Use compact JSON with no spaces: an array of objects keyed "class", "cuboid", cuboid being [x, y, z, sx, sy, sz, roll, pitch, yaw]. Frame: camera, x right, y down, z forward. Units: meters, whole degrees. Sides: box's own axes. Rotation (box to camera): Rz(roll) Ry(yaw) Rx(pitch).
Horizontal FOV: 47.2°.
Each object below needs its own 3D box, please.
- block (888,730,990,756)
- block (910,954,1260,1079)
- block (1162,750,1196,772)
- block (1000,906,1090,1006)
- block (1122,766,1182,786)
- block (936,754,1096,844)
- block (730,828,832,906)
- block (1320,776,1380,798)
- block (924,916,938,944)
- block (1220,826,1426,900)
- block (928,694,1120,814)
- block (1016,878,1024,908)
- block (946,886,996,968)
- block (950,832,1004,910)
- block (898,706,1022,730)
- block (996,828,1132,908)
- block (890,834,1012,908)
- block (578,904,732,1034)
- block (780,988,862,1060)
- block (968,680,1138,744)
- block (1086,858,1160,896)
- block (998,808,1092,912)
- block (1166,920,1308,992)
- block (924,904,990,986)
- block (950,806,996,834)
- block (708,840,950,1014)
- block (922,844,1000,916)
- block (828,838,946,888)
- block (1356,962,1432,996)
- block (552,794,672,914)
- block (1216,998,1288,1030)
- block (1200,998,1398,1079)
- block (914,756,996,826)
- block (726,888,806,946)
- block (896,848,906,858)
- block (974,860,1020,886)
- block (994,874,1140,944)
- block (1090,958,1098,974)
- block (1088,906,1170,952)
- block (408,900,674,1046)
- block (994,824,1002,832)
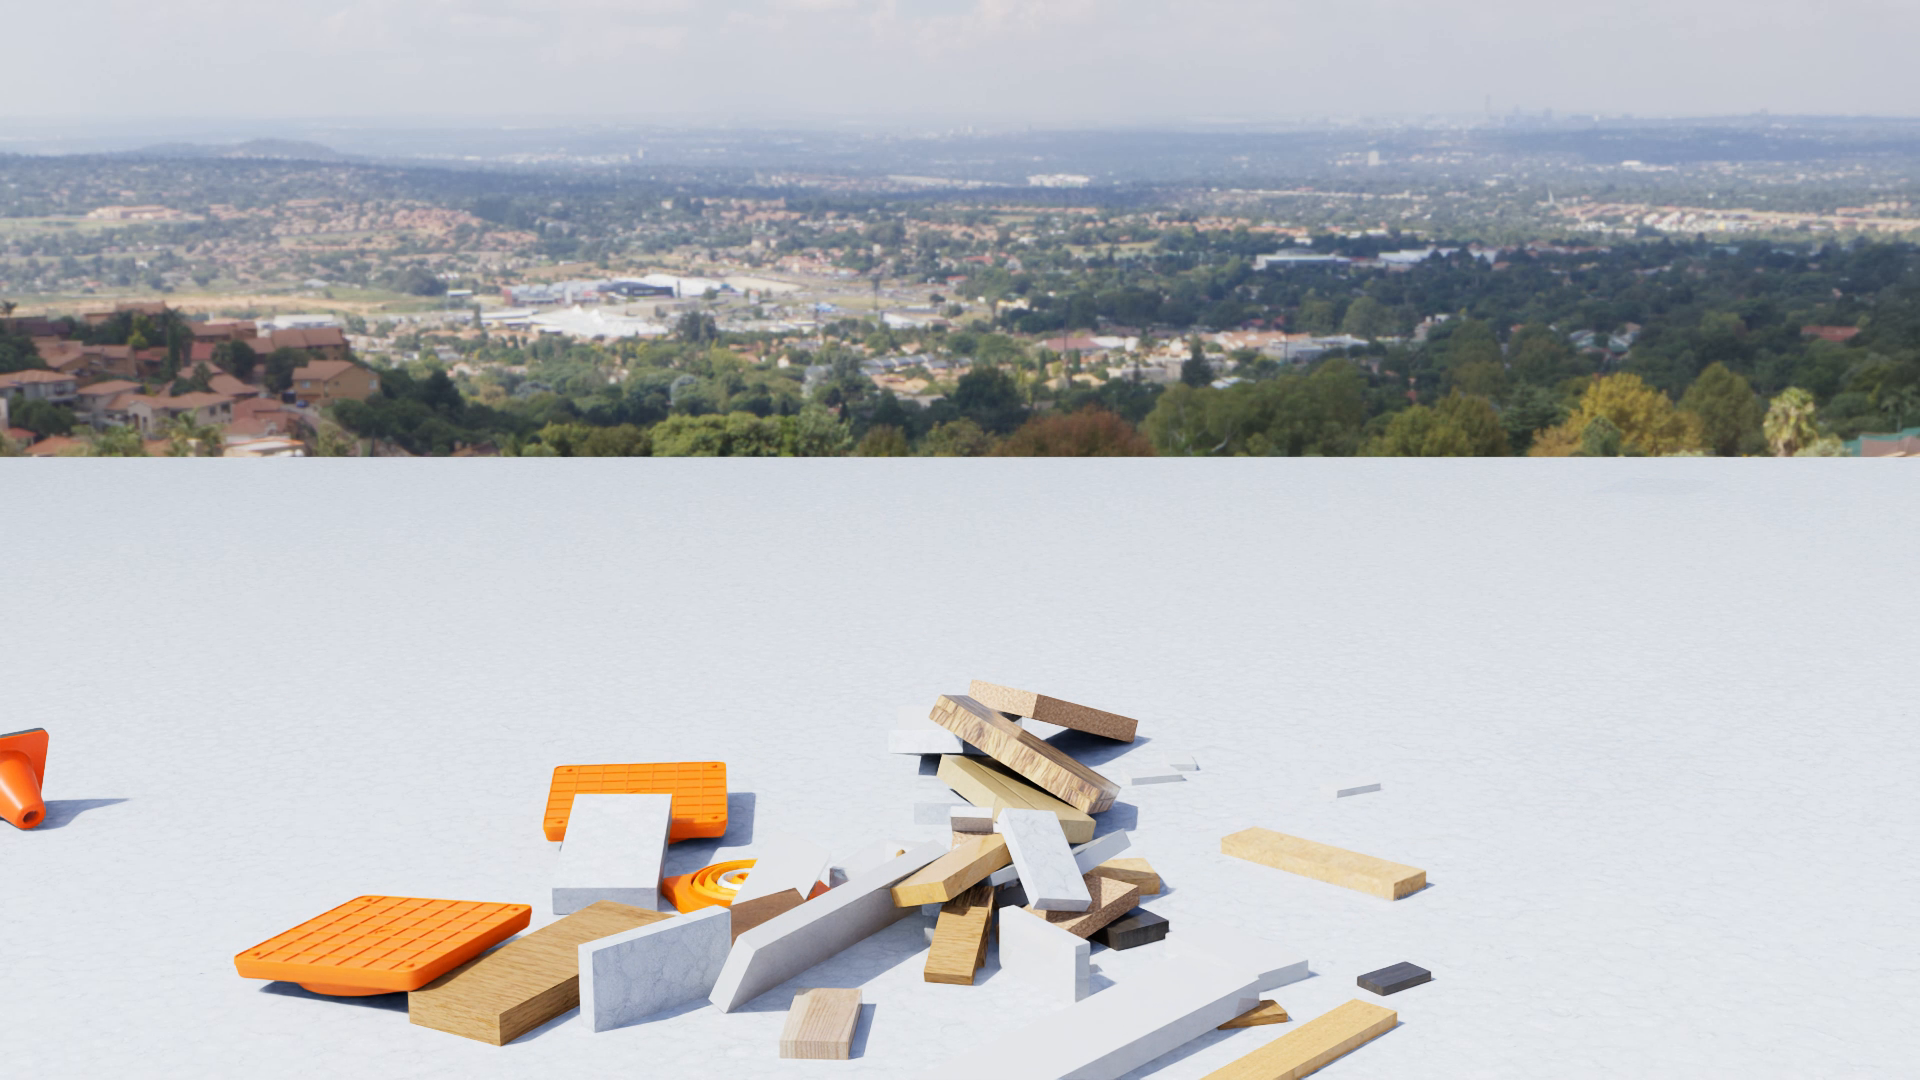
[{"class":"block","cuboid":[-0.010,0.400,4.293,0.151,0.043,0.302,-3,-8,21]},{"class":"block","cuboid":[0.170,0.687,2.992,0.143,0.041,0.600,9,15,43]},{"class":"block","cuboid":[0.439,0.443,4.421,0.053,0.015,0.106,-1,11,-4]},{"class":"block","cuboid":[0.124,0.617,3.266,0.027,0.094,0.189,-7,13,-34]},{"class":"block","cuboid":[0.377,0.463,4.312,0.106,0.015,0.053,-3,11,-15]},{"class":"block","cuboid":[0.100,0.470,4.005,0.151,0.043,0.302,8,13,-33]},{"class":"block","cuboid":[-0.288,0.551,3.535,0.099,0.028,0.199,22,34,6]},{"class":"block","cuboid":[0.753,0.476,4.240,0.106,0.015,0.053,-6,12,-28]},{"class":"block","cuboid":[0.003,0.587,3.518,0.094,0.027,0.188,2,21,7]},{"class":"block","cuboid":[0.622,0.554,3.786,0.355,0.028,0.099,9,13,43]},{"class":"block","cuboid":[0.122,0.395,4.085,0.347,0.049,0.174,30,5,17]},{"class":"block","cuboid":[0.104,0.570,3.648,0.014,0.048,0.095,1,11,6]},{"class":"block","cuboid":[0.010,0.596,3.396,0.073,0.021,0.146,0,38,9]},{"class":"block","cuboid":[0.029,0.551,3.672,0.094,0.027,0.188,1,26,5]},{"class":"block","cuboid":[0.005,0.369,4.410,0.174,0.049,0.347,-1,-8,13]},{"class":"block","cuboid":[0.169,0.538,3.580,0.223,0.032,0.112,-21,-6,-45]},{"class":"block","cuboid":[0.002,0.518,3.470,0.112,0.032,0.223,-15,5,40]},{"class":"block","cuboid":[-0.438,0.618,3.183,0.243,0.122,0.034,-10,14,-42]},{"class":"block","cuboid":[-0.195,0.681,3.104,0.094,0.027,0.189,1,11,3]},{"class":"block","cuboid":[0.192,0.351,4.501,0.174,0.049,0.347,10,-6,41]},{"class":"block","cuboid":[0.222,0.570,3.696,0.207,0.029,0.103,-2,11,-10]},{"class":"block","cuboid":[0.132,0.502,3.457,0.095,0.027,0.189,7,37,-26]},{"class":"block","cuboid":[0.421,0.634,3.354,0.103,0.029,0.207,-7,13,-35]},{"class":"block","cuboid":[-0.004,0.613,3.333,0.073,0.021,0.146,2,34,12]},{"class":"block","cuboid":[0.025,0.507,3.779,0.072,0.143,0.020,1,50,6]},{"class":"block","cuboid":[-0.190,0.583,3.366,0.034,0.122,0.515,36,26,22]},{"class":"block","cuboid":[0.012,0.551,3.538,0.094,0.027,0.188,5,22,16]},{"class":"block","cuboid":[-0.120,0.551,3.718,0.121,0.034,0.243,4,6,18]},{"class":"block","cuboid":[0.648,0.654,3.282,0.104,0.015,0.052,-8,13,-36]},{"class":"block","cuboid":[-0.584,0.527,3.722,0.169,0.048,0.338,0,20,-3]},{"class":"block","cuboid":[0.410,0.679,3.148,0.104,0.015,0.052,-3,11,-15]},{"class":"block","cuboid":[0.370,0.721,2.910,0.072,0.020,0.665,10,14,42]},{"class":"block","cuboid":[-0.005,0.474,4.176,0.151,0.043,0.302,0,11,1]},{"class":"block","cuboid":[-0.313,0.603,3.393,0.199,0.028,0.099,-10,43,-38]},{"class":"block","cuboid":[-0.068,0.554,3.623,0.014,0.095,0.048,-41,18,16]},{"class":"block","cuboid":[0.090,0.522,3.507,0.146,0.021,0.073,-14,1,-33]},{"class":"block","cuboid":[0.170,0.588,3.454,0.112,0.032,0.223,7,19,41]},{"class":"block","cuboid":[0.167,0.639,3.364,0.052,0.015,0.104,-3,11,-16]},{"class":"block","cuboid":[0.228,0.603,3.520,0.104,0.029,0.207,-7,13,-34]},{"class":"block","cuboid":[-0.604,0.638,3.278,0.169,0.048,0.437,6,12,29]},{"class":"block","cuboid":[0.077,0.526,3.818,0.143,0.072,0.020,10,47,44]}]
